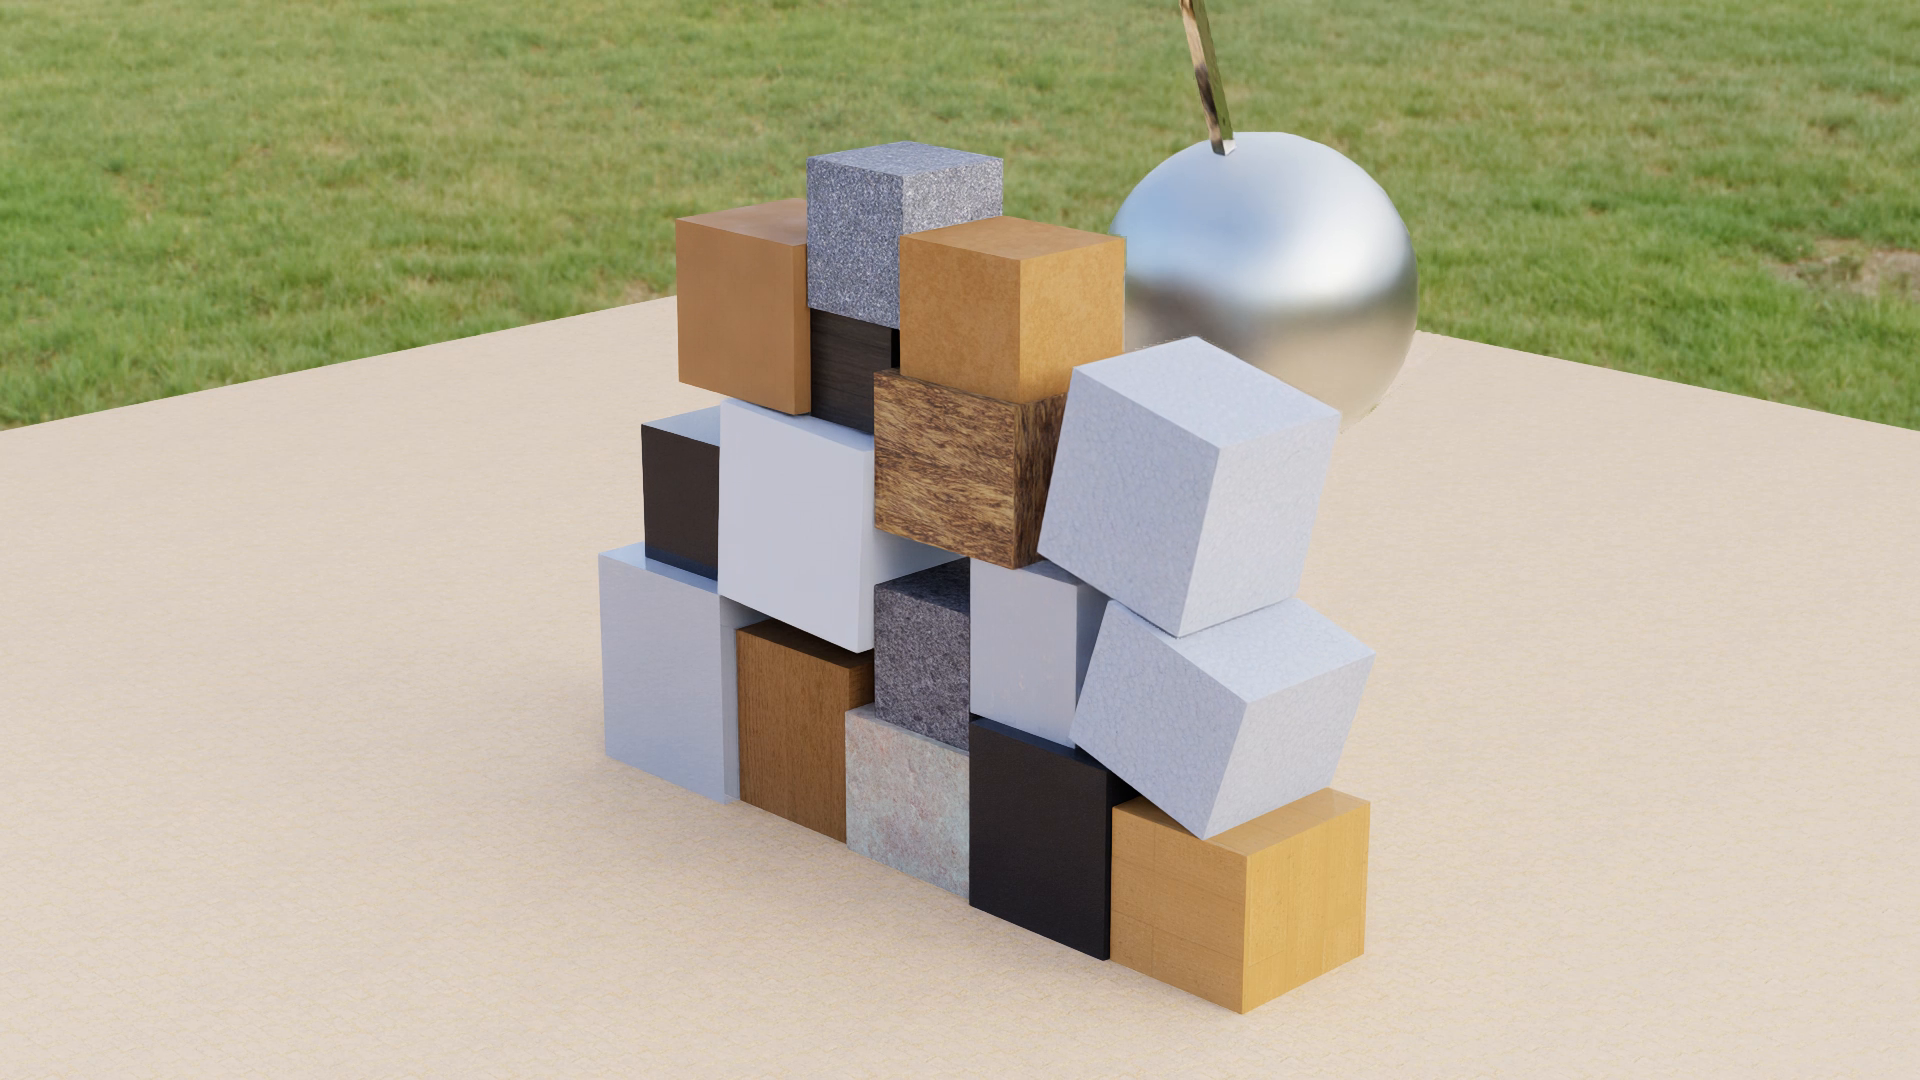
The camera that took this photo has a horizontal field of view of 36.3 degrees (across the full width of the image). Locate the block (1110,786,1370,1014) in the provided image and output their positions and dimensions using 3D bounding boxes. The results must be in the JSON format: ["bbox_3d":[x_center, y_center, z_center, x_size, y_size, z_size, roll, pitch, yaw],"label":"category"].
[{"bbox_3d":[1.194,1.458,12.524,0.820,0.709,0.735,-17,24,-42],"label":"block"}]

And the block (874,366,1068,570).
[{"bbox_3d":[0.214,-0.392,13.020,0.819,0.720,0.859,-17,24,-42],"label":"block"}]

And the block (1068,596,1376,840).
[{"bbox_3d":[1.103,0.656,12.379,0.846,0.696,0.797,-17,42,-43],"label":"block"}]

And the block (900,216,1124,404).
[{"bbox_3d":[0.224,-1.015,12.773,0.648,0.618,0.729,-17,24,-42],"label":"block"}]

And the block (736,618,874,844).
[{"bbox_3d":[-0.512,0.849,14.173,0.790,0.882,0.791,-17,24,-42],"label":"block"}]

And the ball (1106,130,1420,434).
[{"bbox_3d":[1.467,-1.215,14.497,1.600,1.600,1.600,0,17,0],"label":"ball"}]

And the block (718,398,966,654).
[{"bbox_3d":[-0.465,-0.165,13.781,0.921,0.961,0.972,-17,27,-42],"label":"block"}]

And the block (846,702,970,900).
[{"bbox_3d":[0.056,1.123,13.629,0.817,0.686,0.842,-17,24,-42],"label":"block"}]

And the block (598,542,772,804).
[{"bbox_3d":[-1.144,0.579,14.712,0.926,1.074,0.924,-17,24,-42],"label":"block"}]

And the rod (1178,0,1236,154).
[{"bbox_3d":[0.636,-4.010,12.748,0.080,5.200,0.080,17,44,42],"label":"rod"}]

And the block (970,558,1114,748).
[{"bbox_3d":[0.525,0.402,12.920,0.724,0.735,0.630,-17,24,-42],"label":"block"}]

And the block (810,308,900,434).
[{"bbox_3d":[-0.287,-0.819,13.393,0.531,0.521,0.586,17,24,42],"label":"block"}]

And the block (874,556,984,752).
[{"bbox_3d":[0.080,0.497,13.406,0.721,0.641,0.607,-17,24,-42],"label":"block"}]

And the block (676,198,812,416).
[{"bbox_3d":[-0.775,-1.114,13.790,0.823,0.786,0.757,17,24,42],"label":"block"}]

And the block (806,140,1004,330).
[{"bbox_3d":[-0.248,-1.377,13.164,0.619,0.682,0.621,17,24,42],"label":"block"}]

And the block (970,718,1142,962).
[{"bbox_3d":[0.641,1.212,13.029,0.885,0.875,0.812,-17,24,-42],"label":"block"}]

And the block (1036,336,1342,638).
[{"bbox_3d":[0.949,-0.238,12.263,0.772,0.864,0.817,-17,37,-42],"label":"block"}]

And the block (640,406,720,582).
[{"bbox_3d":[-1.080,-0.241,14.392,0.668,0.682,0.679,-17,24,-42],"label":"block"}]
